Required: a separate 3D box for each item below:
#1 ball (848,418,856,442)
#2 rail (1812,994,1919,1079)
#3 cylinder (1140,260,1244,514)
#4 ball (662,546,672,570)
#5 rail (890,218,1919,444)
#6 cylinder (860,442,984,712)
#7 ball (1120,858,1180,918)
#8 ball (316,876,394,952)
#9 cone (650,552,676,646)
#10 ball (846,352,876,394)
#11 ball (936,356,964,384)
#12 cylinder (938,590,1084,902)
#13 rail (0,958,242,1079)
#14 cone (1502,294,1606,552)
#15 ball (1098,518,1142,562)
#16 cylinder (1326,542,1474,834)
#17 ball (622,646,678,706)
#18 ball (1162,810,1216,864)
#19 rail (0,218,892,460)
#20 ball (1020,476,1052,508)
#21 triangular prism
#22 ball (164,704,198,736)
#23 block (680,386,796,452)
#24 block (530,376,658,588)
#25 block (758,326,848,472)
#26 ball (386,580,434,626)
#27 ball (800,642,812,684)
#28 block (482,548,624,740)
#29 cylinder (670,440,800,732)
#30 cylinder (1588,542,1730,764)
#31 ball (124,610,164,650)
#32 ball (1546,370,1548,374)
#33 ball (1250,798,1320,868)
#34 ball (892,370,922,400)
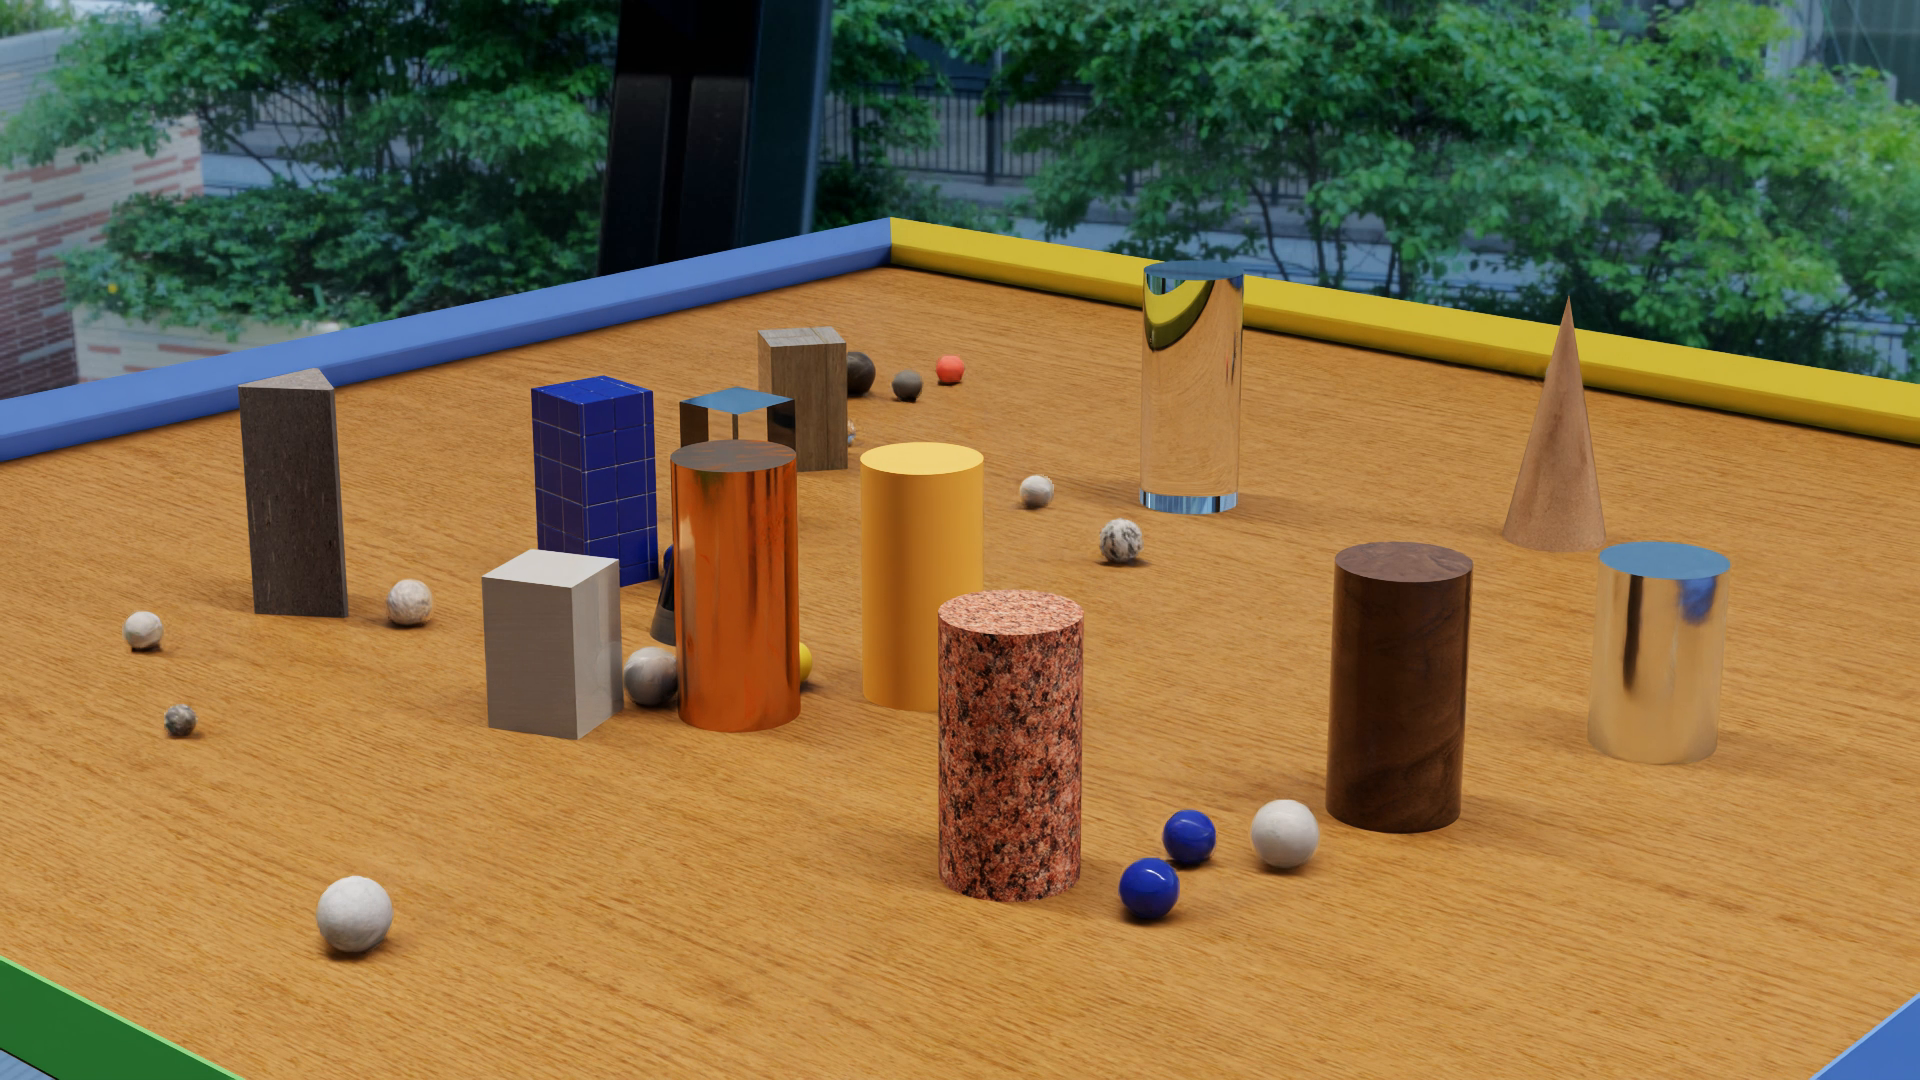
[{"bbox_3d":[-0.242,-0.227,6.098,0.055,0.055,0.055,0,17,0],"label":"ball"},{"bbox_3d":[1.528,0.415,3.851,0.045,0.124,4.141,14,22,39],"label":"rail"},{"bbox_3d":[0.444,-0.294,5.630,0.191,0.455,0.191,0,17,0],"label":"cylinder"},{"bbox_3d":[-0.491,0.037,5.196,0.070,0.070,0.070,0,17,0],"label":"ball"},{"bbox_3d":[1.342,-0.416,6.600,4.093,0.124,0.045,14,22,39],"label":"rail"},{"bbox_3d":[-0.059,0.056,4.596,0.191,0.382,0.191,0,17,0],"label":"cylinder"},{"bbox_3d":[0.247,0.452,3.809,0.079,0.079,0.079,0,17,0],"label":"ball"},{"bbox_3d":[-0.766,0.473,3.710,0.096,0.096,0.096,0,17,0],"label":"ball"},{"bbox_3d":[-0.428,-0.001,4.892,0.191,0.320,0.191,0,17,0],"label":"cone"},{"bbox_3d":[-0.234,-0.370,6.502,0.095,0.095,0.095,0,17,0],"label":"ball"},{"bbox_3d":[-0.022,-0.384,6.603,0.064,0.064,0.064,0,17,0],"label":"ball"},{"bbox_3d":[0.067,0.272,3.900,0.191,0.371,0.191,0,17,0],"label":"cylinder"},{"bbox_3d":[-1.342,0.478,3.641,4.093,0.124,0.045,14,22,39],"label":"rail"},{"bbox_3d":[1.106,-0.226,5.391,0.191,0.461,0.191,0,17,0],"label":"cone"},{"bbox_3d":[0.290,0.001,5.303,0.079,0.079,0.079,0,17,0],"label":"ball"},{"bbox_3d":[0.616,0.206,4.125,0.191,0.368,0.191,0,17,0],"label":"cylinder"},{"bbox_3d":[-0.480,0.212,4.581,0.092,0.092,0.092,0,17,0],"label":"ball"},{"bbox_3d":[0.311,0.403,3.979,0.074,0.074,0.074,0,17,0],"label":"ball"},{"bbox_3d":[-1.528,-0.352,6.390,0.045,0.124,4.141,14,22,39],"label":"rail"},{"bbox_3d":[0.146,-0.093,5.640,0.062,0.062,0.062,0,17,0],"label":"ball"},{"bbox_3d":[-1.117,-0.083,5.025,0.166,0.400,0.143,3,17,8],"label":"triangular prism"},{"bbox_3d":[-1.184,0.273,4.454,0.048,0.048,0.048,0,17,0],"label":"ball"},{"bbox_3d":[-0.417,-0.149,5.528,0.153,0.235,0.153,14,22,38],"label":"block"},{"bbox_3d":[-0.643,-0.098,5.174,0.153,0.343,0.153,-14,22,-38],"label":"block"},{"bbox_3d":[-0.319,-0.284,5.932,0.153,0.261,0.153,-4,17,-13],"label":"block"},{"bbox_3d":[-0.930,0.105,4.958,0.078,0.078,0.078,0,17,0],"label":"ball"},{"bbox_3d":[-0.273,0.196,4.662,0.076,0.076,0.076,0,17,0],"label":"ball"},{"bbox_3d":[-0.623,0.159,4.497,0.153,0.243,0.153,6,18,20],"label":"block"},{"bbox_3d":[-0.343,0.069,4.502,0.191,0.411,0.191,0,17,0],"label":"cylinder"},{"bbox_3d":[1.045,0.167,4.390,0.191,0.288,0.191,0,17,0],"label":"cylinder"},{"bbox_3d":[-1.347,0.149,4.837,0.064,0.064,0.064,0,17,0],"label":"ball"},{"bbox_3d":[1.339,-0.369,6.576,0.051,0.051,0.051,0,17,0],"label":"ball"},{"bbox_3d":[0.440,0.397,3.969,0.093,0.093,0.093,0,17,0],"label":"ball"},{"bbox_3d":[-0.117,-0.342,6.463,0.064,0.064,0.064,0,17,0],"label":"ball"}]
